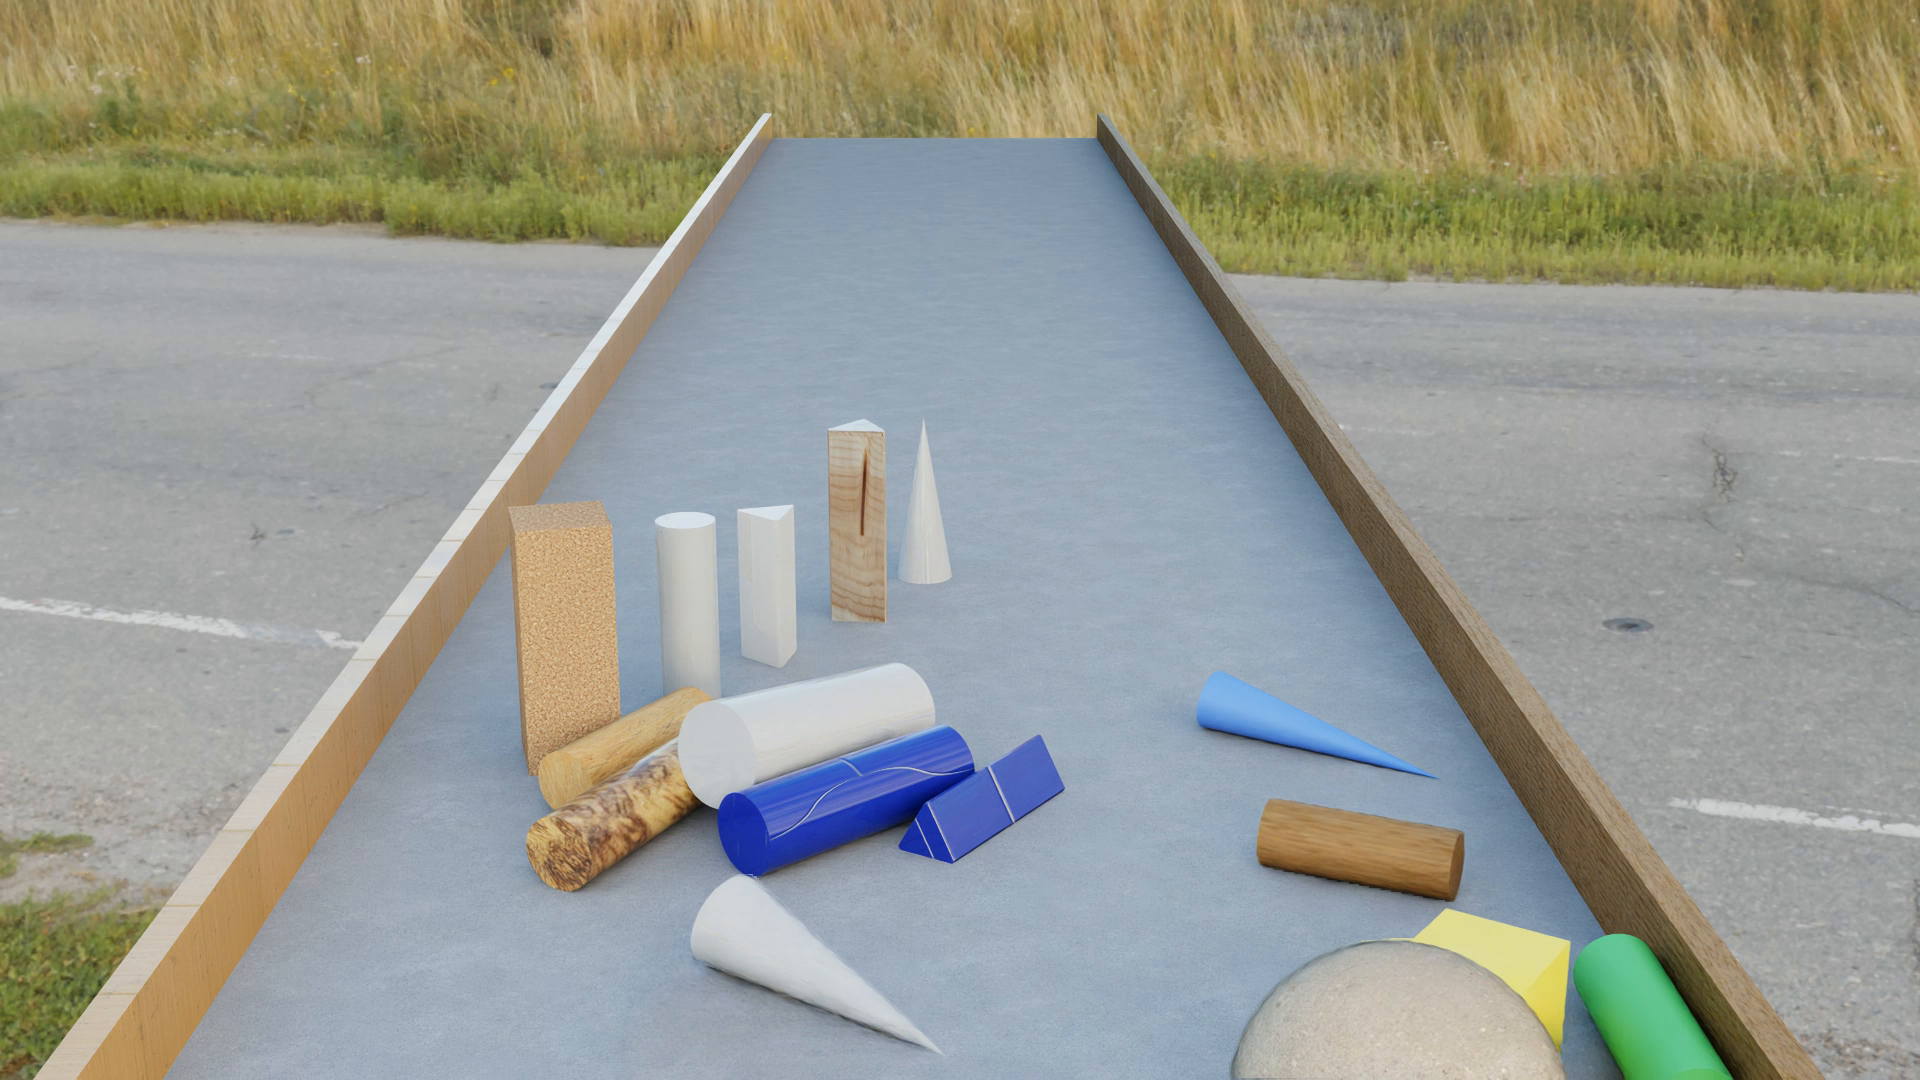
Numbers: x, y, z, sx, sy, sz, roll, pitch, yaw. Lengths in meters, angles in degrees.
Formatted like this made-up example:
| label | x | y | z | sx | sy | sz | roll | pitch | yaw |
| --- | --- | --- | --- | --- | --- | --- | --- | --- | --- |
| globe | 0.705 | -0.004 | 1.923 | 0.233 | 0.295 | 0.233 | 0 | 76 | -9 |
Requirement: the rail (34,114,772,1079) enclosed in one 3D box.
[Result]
| label | x | y | z | sx | sy | sz | roll | pitch | yaw |
| --- | --- | --- | --- | --- | --- | --- | --- | --- | --- |
| rail | -1.118 | -0.838 | 7.780 | 0.050 | 0.150 | 12.000 | 0 | 17 | -1 |

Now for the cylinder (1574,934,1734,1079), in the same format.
| label | x | y | z | sx | sy | sz | roll | pitch | yaw |
| --- | --- | --- | --- | --- | --- | --- | --- | --- | --- |
| cylinder | 0.900 | 0.645 | 2.855 | 0.116 | 0.116 | 0.358 | 0 | 17 | 0 |

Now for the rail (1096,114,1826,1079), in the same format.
| label | x | y | z | sx | sy | sz | roll | pitch | yaw |
| --- | --- | --- | --- | --- | --- | --- | --- | --- | --- |
| rail | 0.932 | -0.844 | 7.801 | 0.050 | 0.150 | 12.000 | 0 | 17 | -1 |

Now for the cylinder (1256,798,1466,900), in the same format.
| label | x | y | z | sx | sy | sz | roll | pitch | yaw |
| --- | --- | --- | --- | --- | --- | --- | --- | --- | --- |
| cylinder | 0.624 | 0.480 | 3.424 | 0.301 | 0.108 | 0.108 | 8 | 18 | 24 |

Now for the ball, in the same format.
| label | x | y | z | sx | sy | sz | roll | pitch | yaw |
| --- | --- | --- | --- | --- | --- | --- | --- | --- | --- |
| ball | 0.484 | 0.634 | 2.434 | 0.377 | 0.377 | 0.377 | 0 | 17 | 0 |

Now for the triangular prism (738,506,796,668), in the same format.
| label | x | y | z | sx | sy | sz | roll | pitch | yaw |
| --- | --- | --- | --- | --- | --- | --- | --- | --- | --- |
| triangular prism | -0.367 | 0.087 | 4.400 | 0.113 | 0.305 | 0.098 | 14 | 22 | 40 |

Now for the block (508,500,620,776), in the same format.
| label | x | y | z | sx | sy | sz | roll | pitch | yaw |
| --- | --- | --- | --- | --- | --- | --- | --- | --- | --- |
| block | -0.695 | 0.171 | 3.872 | 0.163 | 0.444 | 0.163 | -4 | 17 | -15 |

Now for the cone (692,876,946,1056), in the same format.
| label | x | y | z | sx | sy | sz | roll | pitch | yaw |
| --- | --- | --- | --- | --- | --- | --- | --- | --- | --- |
| cone | -0.177 | 0.615 | 3.038 | 0.416 | 0.139 | 0.139 | 24 | 27 | 34 |

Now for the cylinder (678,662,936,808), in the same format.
| label | x | y | z | sx | sy | sz | roll | pitch | yaw |
| --- | --- | --- | --- | --- | --- | --- | --- | --- | --- |
| cylinder | -0.252 | 0.326 | 3.721 | 0.177 | 0.177 | 0.454 | 13 | 13 | 37 |

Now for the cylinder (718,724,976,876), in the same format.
| label | x | y | z | sx | sy | sz | roll | pitch | yaw |
| --- | --- | --- | --- | --- | --- | --- | --- | --- | --- |
| cylinder | -0.180 | 0.419 | 3.579 | 0.431 | 0.137 | 0.137 | -15 | 22 | -41 |

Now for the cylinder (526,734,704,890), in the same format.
| label | x | y | z | sx | sy | sz | roll | pitch | yaw |
| --- | --- | --- | --- | --- | --- | --- | --- | --- | --- |
| cylinder | -0.526 | 0.429 | 3.570 | 0.123 | 0.123 | 0.427 | 8 | 18 | 24 |

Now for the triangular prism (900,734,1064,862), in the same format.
| label | x | y | z | sx | sy | sz | roll | pitch | yaw |
| --- | --- | --- | --- | --- | --- | --- | --- | --- | --- |
| triangular prism | 0.041 | 0.419 | 3.649 | 0.104 | 0.090 | 0.352 | 11 | 20 | 31 |

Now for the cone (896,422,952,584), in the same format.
| label | x | y | z | sx | sy | sz | roll | pitch | yaw |
| --- | --- | --- | --- | --- | --- | --- | --- | --- | --- |
| cone | -0.080 | -0.095 | 4.906 | 0.125 | 0.364 | 0.125 | 0 | 17 | 0 |

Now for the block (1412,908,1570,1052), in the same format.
| label | x | y | z | sx | sy | sz | roll | pitch | yaw |
| --- | --- | --- | --- | --- | --- | --- | --- | --- | --- |
| block | 0.632 | 0.630 | 2.806 | 0.171 | 0.171 | 0.330 | 11 | 20 | 33 |

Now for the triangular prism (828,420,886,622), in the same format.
| label | x | y | z | sx | sy | sz | roll | pitch | yaw |
| --- | --- | --- | --- | --- | --- | --- | --- | --- | --- |
| triangular prism | -0.209 | -0.042 | 4.640 | 0.118 | 0.414 | 0.102 | 2 | 17 | 6 |

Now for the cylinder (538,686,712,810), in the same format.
| label | x | y | z | sx | sy | sz | roll | pitch | yaw |
| --- | --- | --- | --- | --- | --- | --- | --- | --- | --- |
| cylinder | -0.565 | 0.363 | 3.799 | 0.118 | 0.118 | 0.355 | 9 | 19 | 29 |

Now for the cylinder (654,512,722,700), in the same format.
| label | x | y | z | sx | sy | sz | roll | pitch | yaw |
| --- | --- | --- | --- | --- | --- | --- | --- | --- | --- |
| cylinder | -0.510 | 0.136 | 4.134 | 0.112 | 0.361 | 0.112 | 0 | 17 | 0 |

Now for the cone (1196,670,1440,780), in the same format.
| label | x | y | z | sx | sy | sz | roll | pitch | yaw |
| --- | --- | --- | --- | --- | --- | --- | --- | --- | --- |
| cone | 0.651 | 0.354 | 3.938 | 0.456 | 0.110 | 0.110 | 18 | 24 | 30 |
